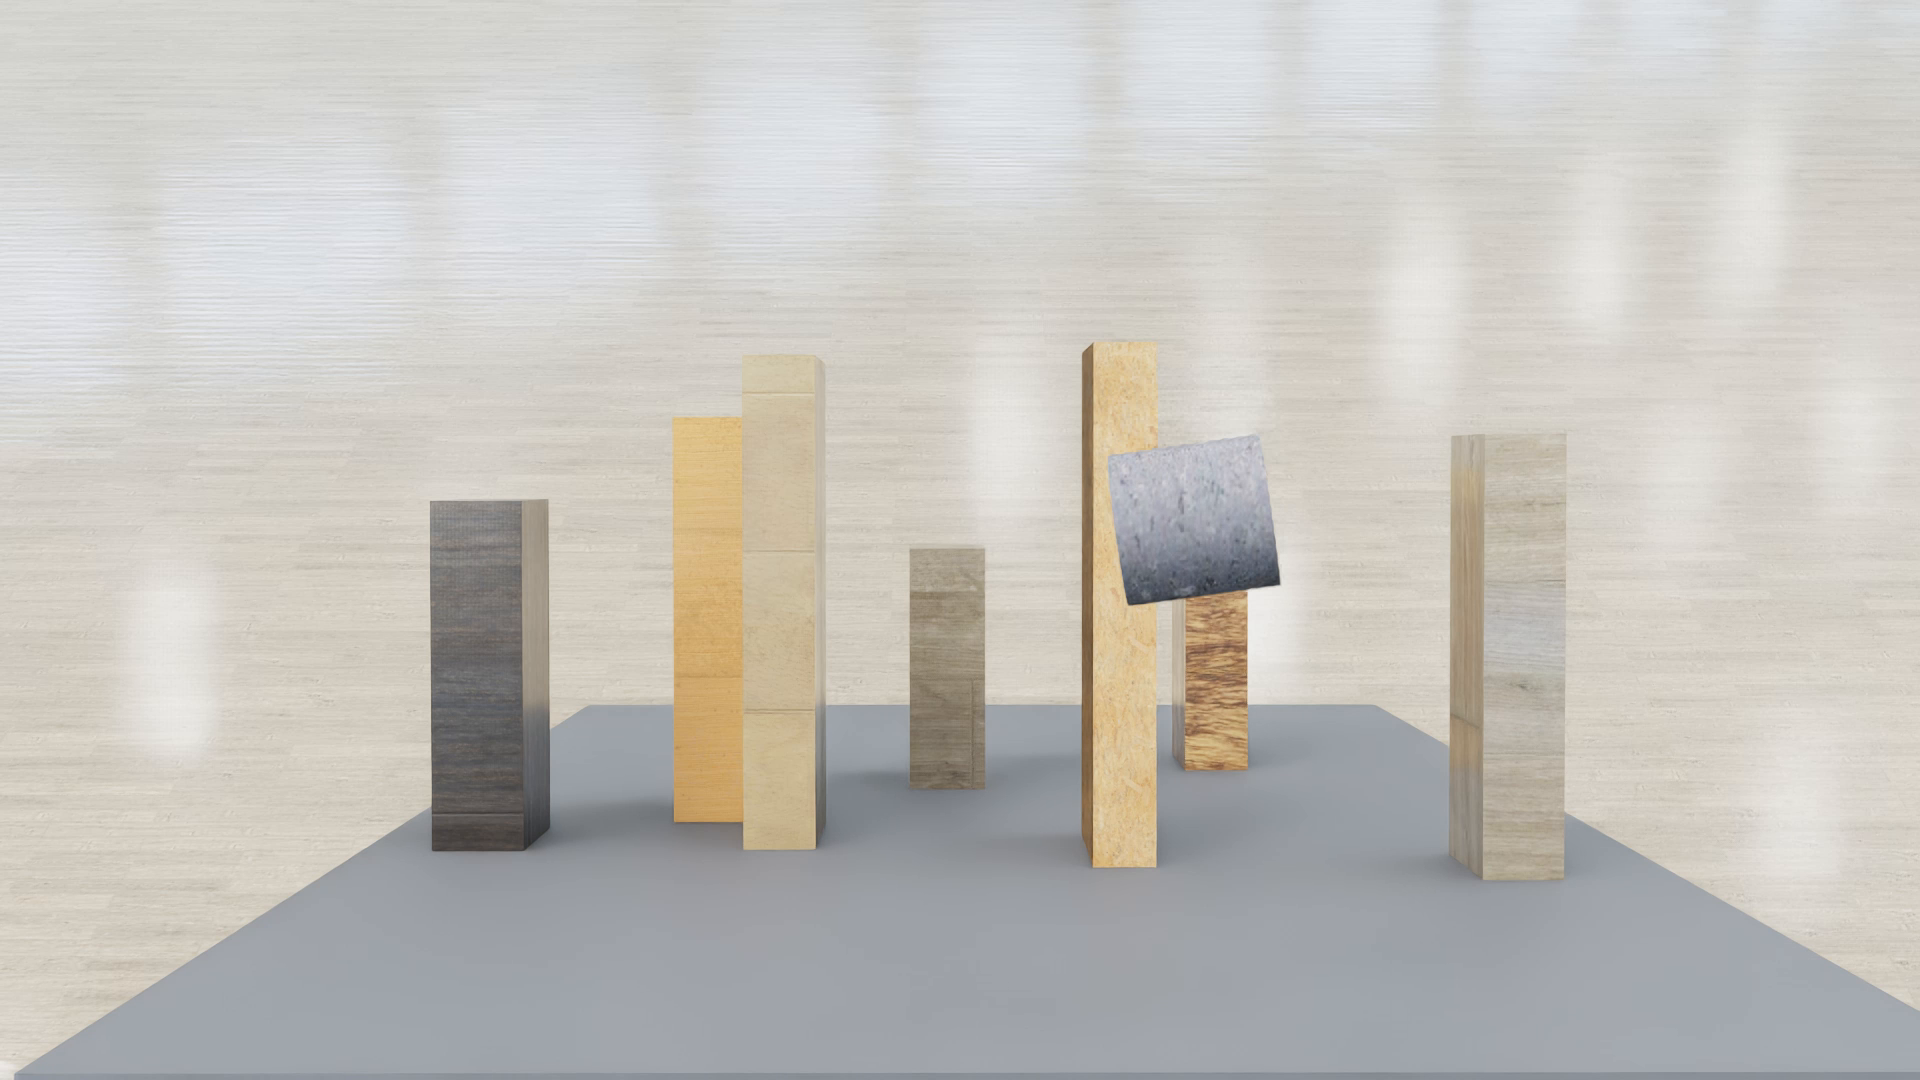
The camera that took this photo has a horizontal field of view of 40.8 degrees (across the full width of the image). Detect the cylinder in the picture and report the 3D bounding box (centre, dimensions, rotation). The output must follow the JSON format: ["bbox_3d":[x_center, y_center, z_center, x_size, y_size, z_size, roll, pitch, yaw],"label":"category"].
[{"bbox_3d":[0.250,-0.021,2.759,0.163,0.163,0.163,-8,25,6],"label":"cylinder"}]

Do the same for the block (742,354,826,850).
[{"bbox_3d":[-0.285,0.094,4.225,0.114,0.779,0.339,0,2,0],"label":"block"}]

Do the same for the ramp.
[{"bbox_3d":[0.058,0.524,4.562,2.000,0.100,4.000,0,2,0],"label":"ramp"}]

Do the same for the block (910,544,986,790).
[{"bbox_3d":[-0.024,0.238,4.952,0.141,0.451,0.259,0,2,0],"label":"block"}]

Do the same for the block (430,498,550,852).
[{"bbox_3d":[-0.758,0.210,4.175,0.144,0.550,0.266,0,2,0],"label":"block"}]

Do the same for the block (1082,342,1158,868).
[{"bbox_3d":[0.248,0.093,4.054,0.095,0.790,0.361,0,2,0],"label":"block"}]

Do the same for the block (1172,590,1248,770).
[{"bbox_3d":[0.510,0.154,5.281,0.124,0.601,0.317,0,2,0],"label":"block"}]

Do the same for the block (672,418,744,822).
[{"bbox_3d":[-0.419,0.131,4.529,0.134,0.688,0.315,0,2,0],"label":"block"}]

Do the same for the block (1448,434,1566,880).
[{"bbox_3d":[0.822,0.167,3.882,0.119,0.650,0.259,0,2,0],"label":"block"}]
